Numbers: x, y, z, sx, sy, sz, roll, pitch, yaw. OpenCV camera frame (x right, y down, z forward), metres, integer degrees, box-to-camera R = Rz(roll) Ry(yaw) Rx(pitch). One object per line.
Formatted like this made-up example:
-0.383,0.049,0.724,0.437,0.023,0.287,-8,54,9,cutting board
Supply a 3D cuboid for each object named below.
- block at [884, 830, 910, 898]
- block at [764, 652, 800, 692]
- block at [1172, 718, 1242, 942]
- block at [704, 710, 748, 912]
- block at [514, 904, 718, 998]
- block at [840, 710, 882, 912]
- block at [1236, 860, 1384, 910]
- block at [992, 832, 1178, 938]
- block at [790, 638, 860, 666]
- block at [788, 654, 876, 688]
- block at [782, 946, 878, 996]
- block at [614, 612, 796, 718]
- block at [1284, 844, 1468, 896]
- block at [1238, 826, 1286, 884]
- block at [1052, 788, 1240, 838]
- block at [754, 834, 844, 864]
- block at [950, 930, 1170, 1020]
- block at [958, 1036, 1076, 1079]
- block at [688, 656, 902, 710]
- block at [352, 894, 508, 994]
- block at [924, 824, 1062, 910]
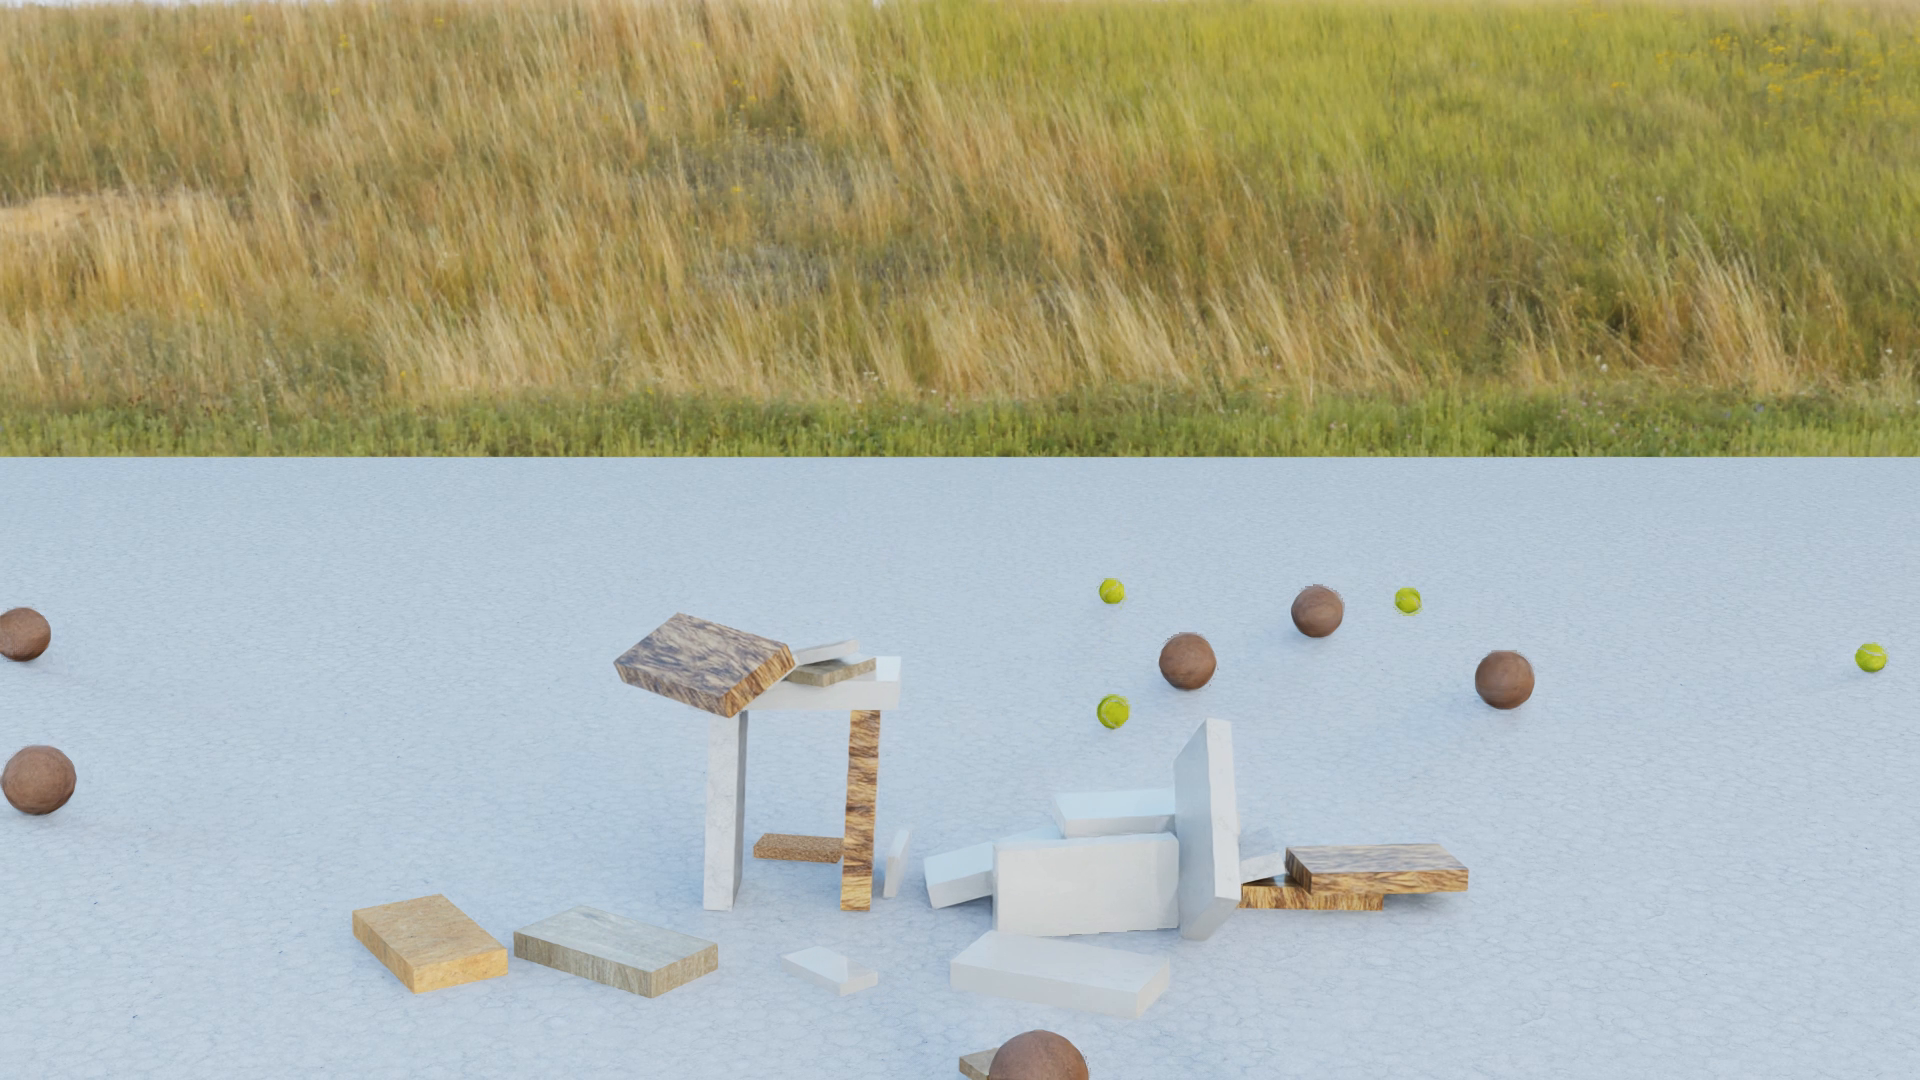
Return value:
-0.106,0.545,3.710,0.020,0.071,0.142,7,11,5,block
-0.334,0.199,3.519,0.151,0.021,0.075,11,41,45,block
0.390,0.457,3.487,0.041,0.146,0.319,11,52,-13,block
-0.386,0.424,3.638,0.048,0.337,0.168,3,11,-1,block
-0.527,0.626,3.361,0.290,0.041,0.145,7,13,35,block
-0.161,0.423,3.638,0.048,0.337,0.168,3,11,-1,block
0.560,0.573,3.657,0.266,0.038,0.133,1,11,3,block
0.199,0.549,3.488,0.293,0.146,0.041,-2,10,-11,block
-0.241,0.186,3.561,0.142,0.020,0.071,-12,2,16,block
-0.206,0.209,3.551,0.072,0.020,0.143,7,13,33,block
-0.197,0.647,3.306,0.072,0.020,0.143,-9,14,-41,block
-0.410,0.197,3.506,0.290,0.041,0.145,12,42,46,block
0.684,0.541,3.619,0.266,0.038,0.133,0,11,-10,block
0.395,0.543,3.644,0.266,0.038,0.133,-14,10,2,block
0.308,0.456,3.657,0.290,0.041,0.145,-2,10,-6,block
-0.281,0.542,3.869,0.150,0.021,0.075,2,11,11,block
0.149,0.644,3.266,0.292,0.041,0.146,5,12,24,block
0.078,0.708,2.980,0.143,0.020,0.072,-6,12,-30,block
-0.267,0.234,3.602,0.337,0.048,0.168,0,11,1,block
-0.821,0.620,3.394,0.145,0.041,0.290,-7,12,-32,block
0.087,0.535,3.658,0.290,0.041,0.145,-15,10,-1,block
